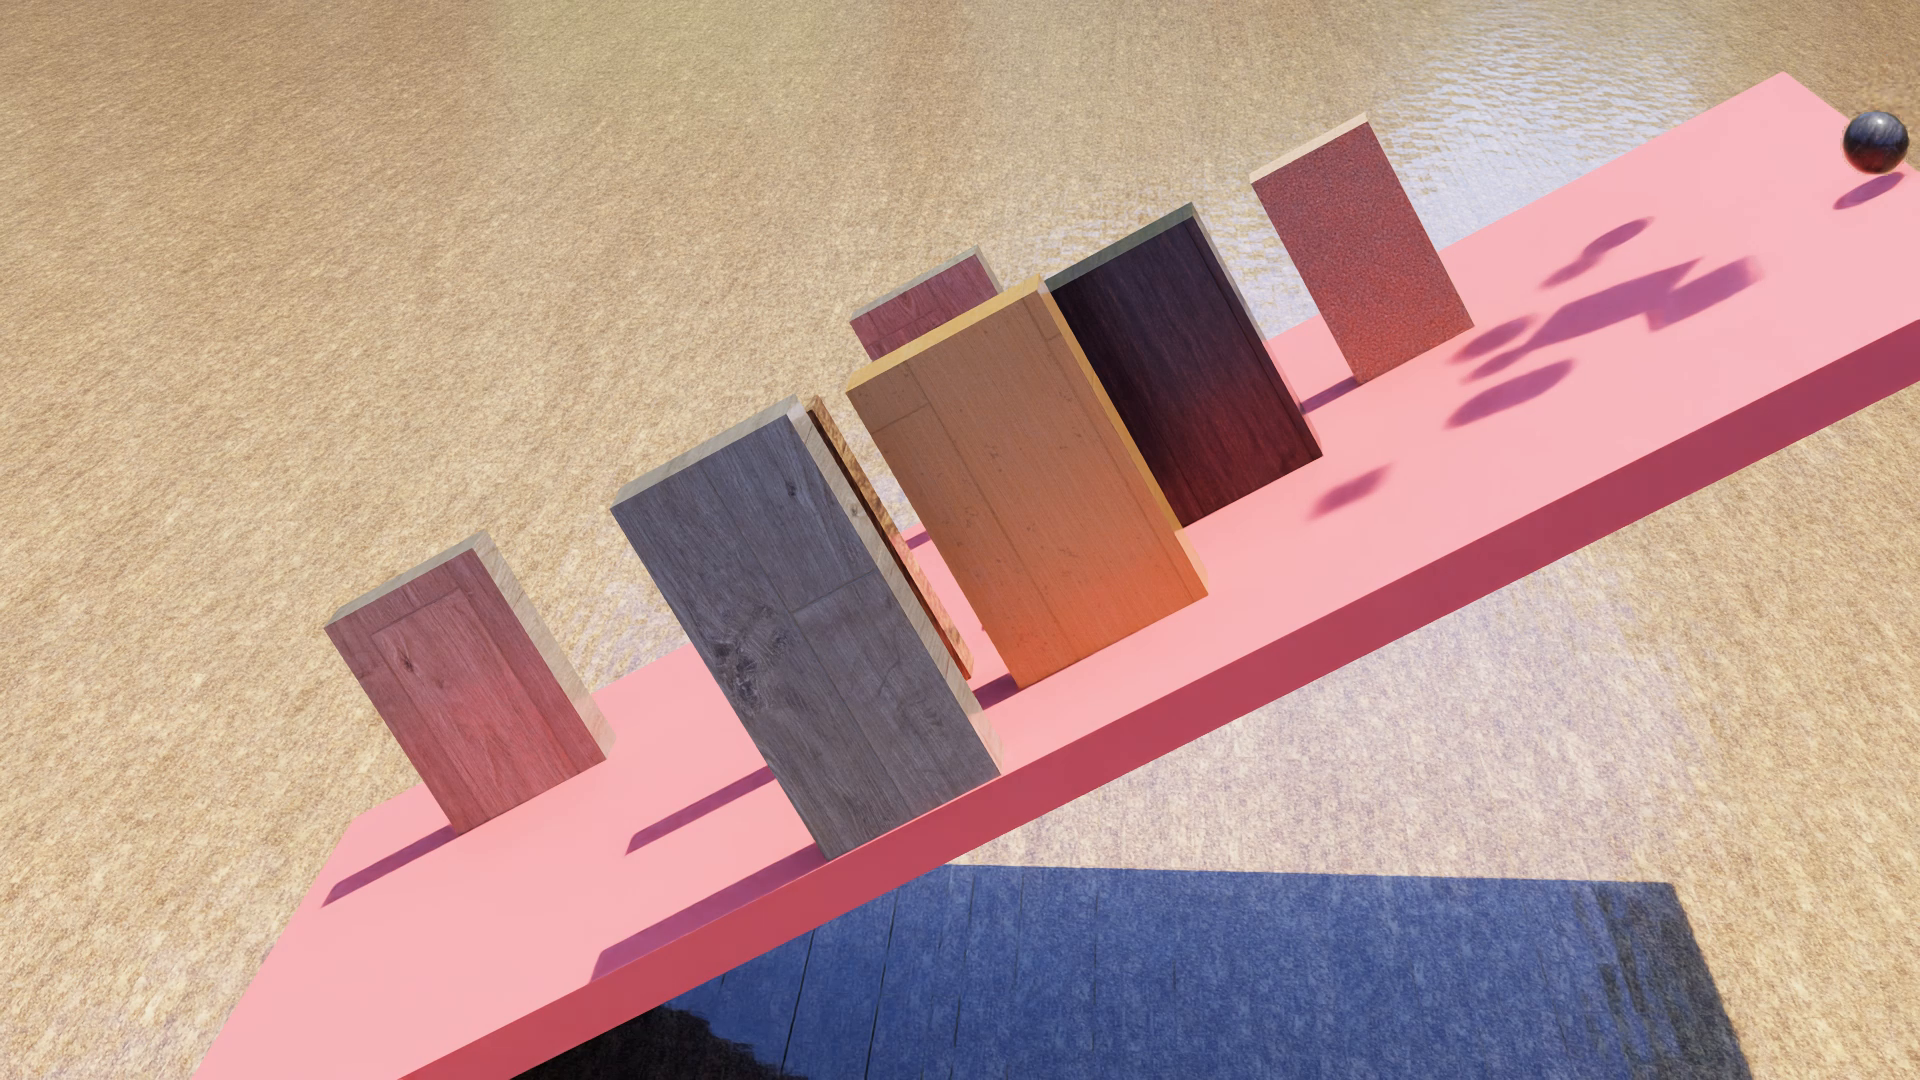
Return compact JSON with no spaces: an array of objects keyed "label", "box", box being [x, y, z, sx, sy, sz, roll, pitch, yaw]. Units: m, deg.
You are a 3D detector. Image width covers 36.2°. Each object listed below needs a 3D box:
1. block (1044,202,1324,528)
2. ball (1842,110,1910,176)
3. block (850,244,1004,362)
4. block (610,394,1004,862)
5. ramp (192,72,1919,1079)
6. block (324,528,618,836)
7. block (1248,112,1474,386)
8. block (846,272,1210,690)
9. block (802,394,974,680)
[{"label":"block","box":[0.425,-0.337,6.072,0.425,0.570,0.145,-27,14,11]},{"label":"ball","box":[1.771,-0.768,5.688,0.123,0.123,0.123,0,18,0]},{"label":"block","box":[0.027,-0.373,7.010,0.342,0.559,0.102,-27,14,11]},{"label":"block","box":[-0.269,0.164,5.336,0.366,0.773,0.138,-27,14,11]},{"label":"ramp","box":[0.142,0.167,6.283,4.000,0.100,2.000,-27,14,11]},{"label":"block","box":[-1.139,0.335,6.869,0.411,0.589,0.141,-27,14,11]},{"label":"block","box":[0.861,-0.622,6.304,0.276,0.504,0.105,-27,14,11]},{"label":"block","box":[0.134,-0.108,5.647,0.413,0.681,0.141,-27,14,11]},{"label":"block","box":[-0.303,0.083,5.948,0.397,0.641,0.111,-27,14,11]}]
